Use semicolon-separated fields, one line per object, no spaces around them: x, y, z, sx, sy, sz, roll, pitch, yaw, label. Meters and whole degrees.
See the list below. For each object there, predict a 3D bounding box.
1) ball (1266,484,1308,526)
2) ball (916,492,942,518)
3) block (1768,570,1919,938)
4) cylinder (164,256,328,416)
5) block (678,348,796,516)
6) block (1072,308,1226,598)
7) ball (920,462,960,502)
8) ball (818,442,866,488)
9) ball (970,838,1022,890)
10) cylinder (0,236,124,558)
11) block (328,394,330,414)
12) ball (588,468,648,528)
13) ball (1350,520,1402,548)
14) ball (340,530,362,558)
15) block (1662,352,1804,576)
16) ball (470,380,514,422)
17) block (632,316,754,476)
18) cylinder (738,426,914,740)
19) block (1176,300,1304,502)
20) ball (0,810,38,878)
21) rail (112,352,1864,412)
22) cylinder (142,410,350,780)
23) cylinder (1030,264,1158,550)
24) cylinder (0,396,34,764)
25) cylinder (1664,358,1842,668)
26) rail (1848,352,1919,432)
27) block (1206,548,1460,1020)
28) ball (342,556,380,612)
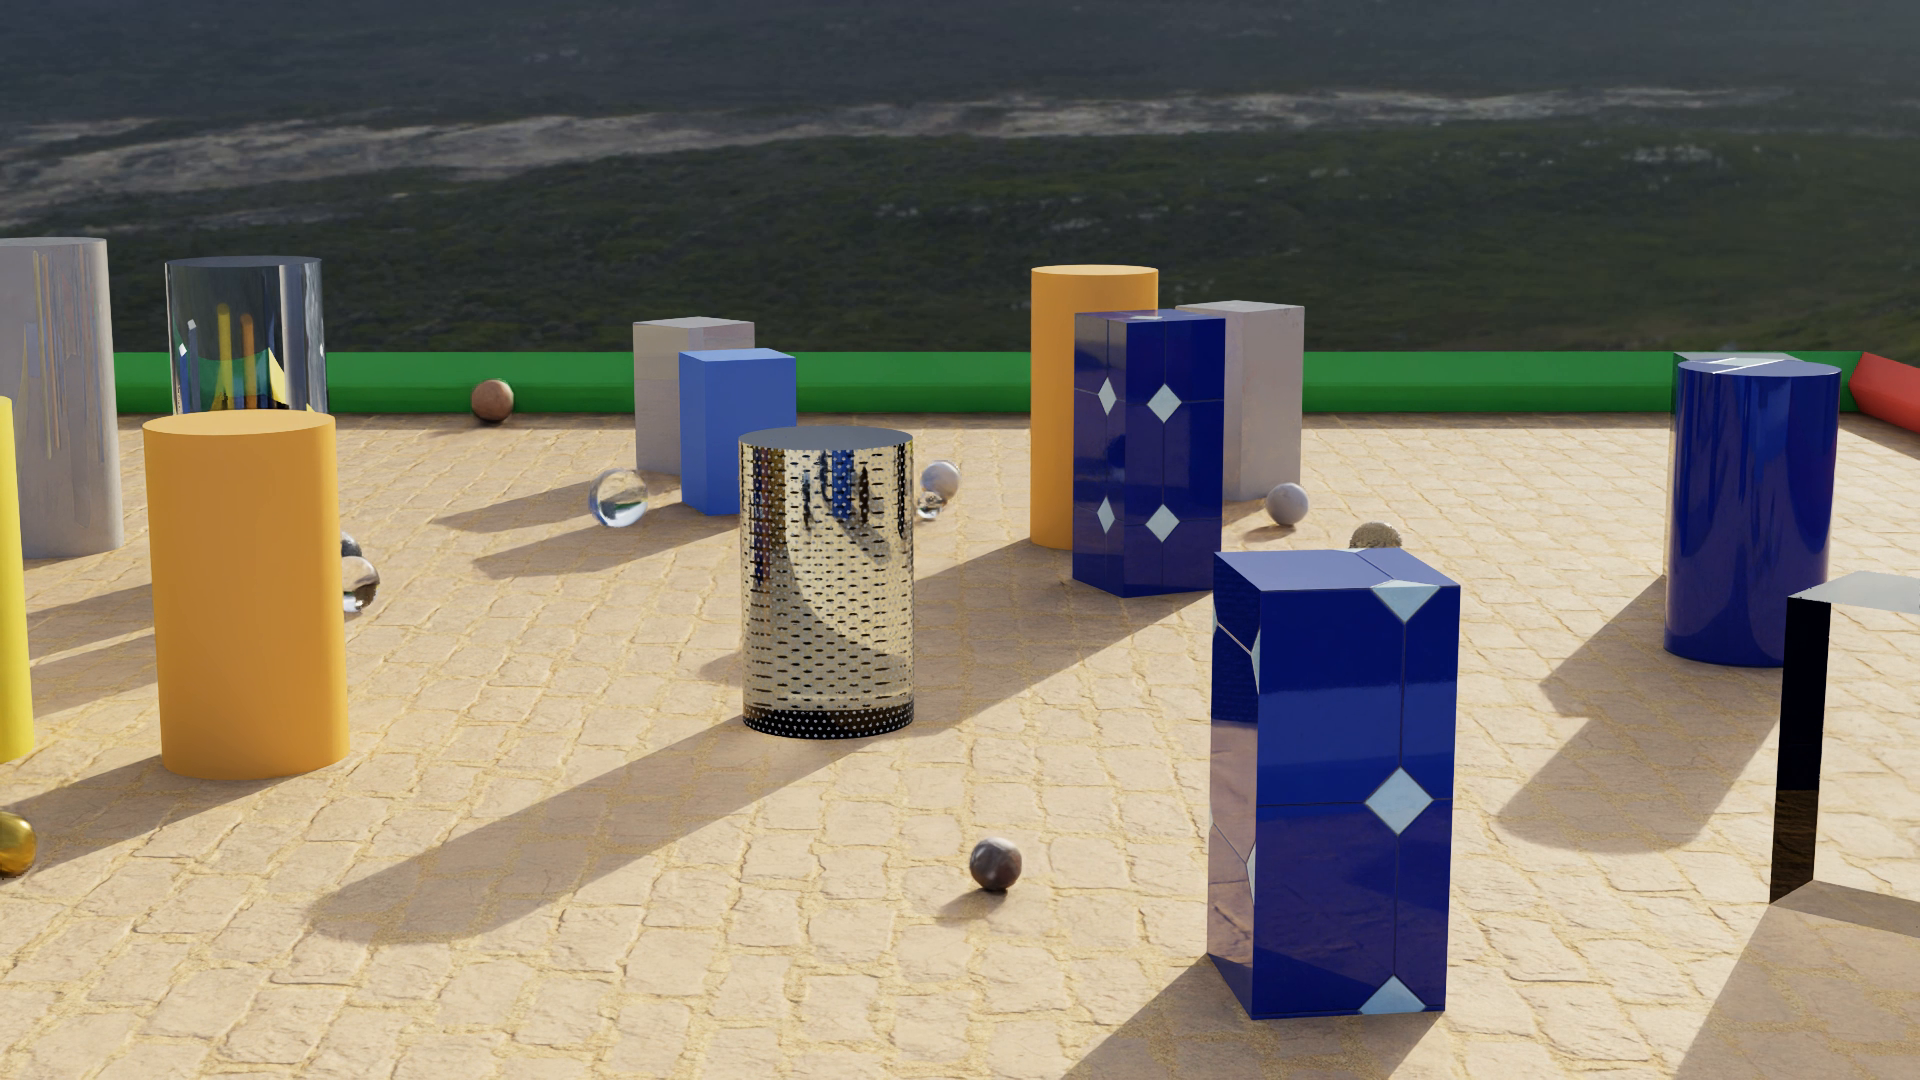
0.521;-0.057;4.089;0.069;0.069;0.069;0;11;0;ball
-0.050;-0.056;4.155;0.043;0.043;0.043;0;11;0;ball
0.818;0.183;2.232;0.155;0.276;0.155;9;14;40;block
-0.914;-0.121;3.318;0.193;0.477;0.193;0;11;0;cylinder
-0.369;-0.182;4.260;0.155;0.253;0.155;-4;11;-21;block
0.264;-0.125;3.605;0.155;0.380;0.155;-5;12;-24;block
-0.033;-0.098;4.312;0.068;0.068;0.068;0;11;0;ball
-0.204;-0.131;4.453;0.081;0.081;0.081;0;11;0;ball
0.032;0.289;2.288;0.047;0.047;0.047;0;11;0;ball
-1.376;-0.218;3.874;0.193;0.464;0.193;0;11;0;cylinder
-0.996;-0.079;3.693;0.155;0.258;0.155;0;11;-3;block
-0.542;-0.067;4.075;0.095;0.095;0.095;0;11;0;ball
0.602;0.010;3.714;0.075;0.075;0.075;0;11;0;ball
-0.883;0.026;3.610;0.082;0.082;0.082;0;11;0;ball
1.088;-0.094;3.597;0.155;0.322;0.155;0;11;2;block
-0.959;-0.285;5.265;0.088;0.088;0.088;0;11;0;ball
-0.480;-0.261;4.650;0.155;0.267;0.155;10;15;43;block
-0.148;0.044;2.865;0.193;0.319;0.193;0;11;0;cylinder
0.476;-0.240;4.390;0.155;0.320;0.155;-9;14;-41;block
-0.868;0.276;2.325;0.060;0.060;0.060;0;11;0;ball
-0.011;-0.330;5.400;3.847;0.126;0.045;0;11;0;rail
-0.750;0.053;2.704;0.193;0.359;0.193;0;11;0;cylinder
0.205;-0.206;3.940;0.193;0.417;0.193;0;11;0;cylinder
-1.094;0.043;2.715;0.193;0.375;0.193;0;11;0;cylinder
0.983;-0.037;3.191;0.193;0.358;0.193;0;11;0;cylinder
1.900;0.030;3.460;0.045;0.126;4.015;0;11;0;rail
0.291;0.188;2.033;0.155;0.338;0.155;-1;11;-7;block
-0.817;0.059;3.447;0.076;0.076;0.076;0;11;0;ball
